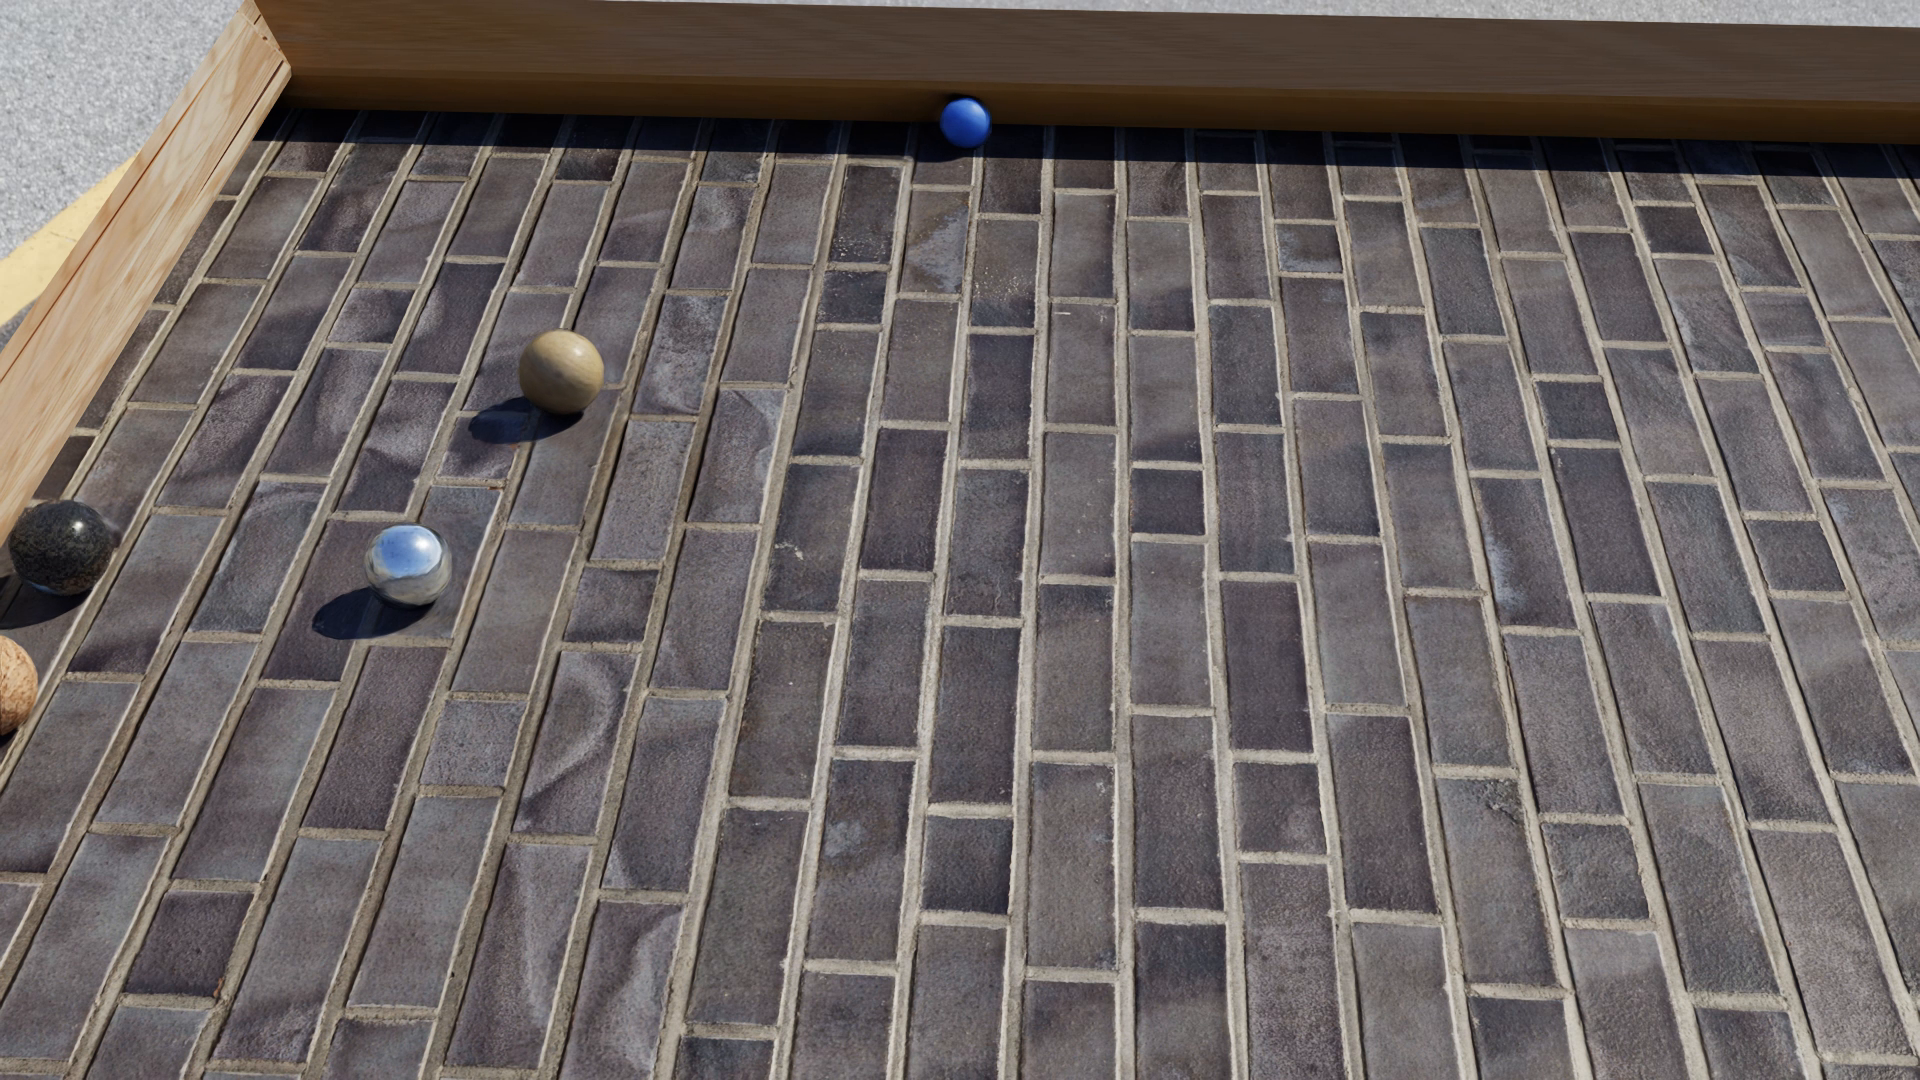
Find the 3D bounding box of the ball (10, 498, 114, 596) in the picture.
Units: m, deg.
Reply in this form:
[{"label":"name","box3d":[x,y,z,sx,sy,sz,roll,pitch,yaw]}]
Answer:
[{"label":"ball","box3d":[-0.647,0.005,1.849,0.070,0.070,0.070,0,35,0]}]

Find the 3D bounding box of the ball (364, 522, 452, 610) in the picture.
[{"label":"ball","box3d":[-0.395,0.018,1.837,0.063,0.063,0.063,0,35,0]}]

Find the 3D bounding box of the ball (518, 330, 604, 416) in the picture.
[{"label":"ball","box3d":[-0.318,-0.133,2.048,0.068,0.068,0.068,0,35,0]}]

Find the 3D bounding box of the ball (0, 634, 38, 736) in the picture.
[{"label":"ball","box3d":[-0.655,0.098,1.717,0.072,0.072,0.072,0,35,0]}]

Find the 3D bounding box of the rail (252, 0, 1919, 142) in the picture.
[{"label":"rail","box3d":[0.757,-0.420,2.412,2.884,0.118,0.045,2,35,2]}]

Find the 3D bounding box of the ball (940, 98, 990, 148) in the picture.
[{"label":"ball","box3d":[0.005,-0.397,2.440,0.048,0.048,0.048,0,35,0]}]

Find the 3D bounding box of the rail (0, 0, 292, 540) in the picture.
[{"label":"rail","box3d":[-0.696,-0.043,1.875,0.045,0.118,1.504,2,35,2]}]
